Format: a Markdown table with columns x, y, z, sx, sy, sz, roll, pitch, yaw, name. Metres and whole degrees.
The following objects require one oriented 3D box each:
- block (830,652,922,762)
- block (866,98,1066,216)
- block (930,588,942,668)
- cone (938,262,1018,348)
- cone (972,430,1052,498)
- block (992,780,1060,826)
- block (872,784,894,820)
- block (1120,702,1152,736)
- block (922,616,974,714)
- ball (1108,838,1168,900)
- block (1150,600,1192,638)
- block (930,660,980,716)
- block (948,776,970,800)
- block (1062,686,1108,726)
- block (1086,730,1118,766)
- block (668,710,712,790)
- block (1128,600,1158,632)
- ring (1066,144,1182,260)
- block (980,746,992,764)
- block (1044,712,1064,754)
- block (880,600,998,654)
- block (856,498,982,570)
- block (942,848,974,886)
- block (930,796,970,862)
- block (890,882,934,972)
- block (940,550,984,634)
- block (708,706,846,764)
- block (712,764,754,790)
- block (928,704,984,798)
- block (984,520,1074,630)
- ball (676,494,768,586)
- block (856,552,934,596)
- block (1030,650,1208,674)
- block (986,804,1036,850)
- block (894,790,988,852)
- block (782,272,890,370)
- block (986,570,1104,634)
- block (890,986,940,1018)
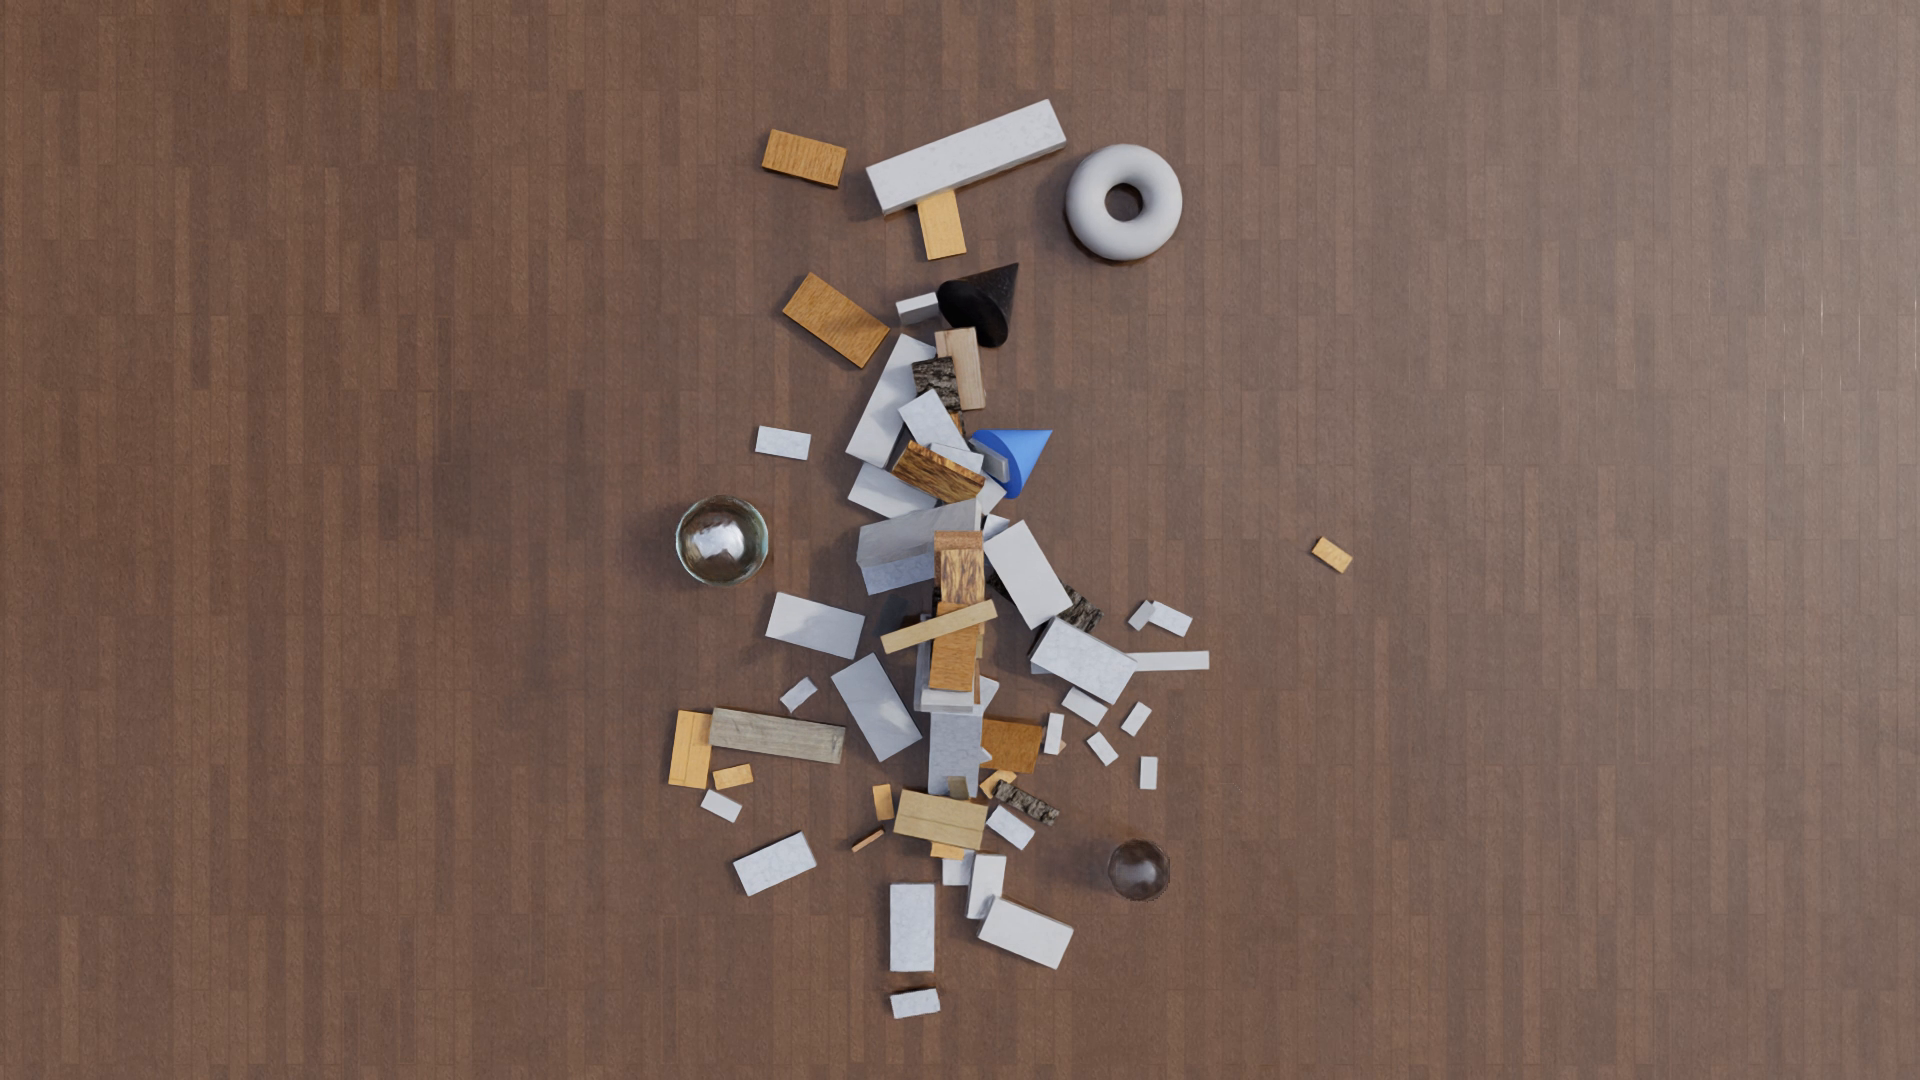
| x | y | z | sx | sy | sz | roll | pitch | yaw | name |
| --- | --- | --- | --- | --- | --- | --- | --- | --- | --- |
| -0.275 | 0.553 | 5.477 | 0.163 | 0.046 | 0.327 | -30 | 90 | 0 | block |
| 0.021 | -1.265 | 5.449 | 0.647 | 0.046 | 0.162 | -21 | 77 | -2 | block |
| -0.024 | 0.282 | 5.192 | 0.133 | 0.038 | 0.266 | 1 | 69 | 0 | block |
| 0.119 | -0.832 | 5.438 | 0.278 | 0.278 | 0.278 | 39 | 63 | 0 | cone |
| 0.214 | -0.307 | 5.443 | 0.254 | 0.254 | 0.254 | -32 | 90 | -27 | cone |
| 0.219 | 0.873 | 5.482 | 0.227 | 0.017 | 0.058 | 29 | 92 | -4 | block |
| -0.254 | 0.873 | 5.492 | 0.058 | 0.016 | 0.115 | -9 | 90 | 0 | block |
| 0.587 | 0.595 | 5.492 | 0.053 | 0.015 | 0.106 | 35 | 90 | 0 | block |
| -0.034 | 0.392 | 5.205 | 0.162 | 0.046 | 0.323 | 2 | 55 | 0 | block |
| 0.584 | 1.080 | 5.400 | 0.199 | 0.199 | 0.199 | 0 | 90 | 0 | ball |
| 0.695 | 0.262 | 5.490 | 0.140 | 0.020 | 0.070 | 25 | 90 | 0 | block |
| -0.015 | 0.542 | 5.396 | 0.163 | 0.046 | 0.327 | -2 | 121 | 0 | block |
| -0.005 | 0.816 | 5.412 | 0.059 | 0.118 | 0.017 | -2 | 47 | 7 | block |
| 0.415 | 0.553 | 5.490 | 0.140 | 0.020 | 0.070 | 32 | 90 | 0 | block |
| 0.475 | 0.694 | 5.492 | 0.053 | 0.015 | 0.106 | -38 | 90 | 0 | block |
| -0.888 | 0.695 | 5.483 | 0.123 | 0.035 | 0.247 | 8 | 90 | 0 | block |
| 0.607 | 0.251 | 5.479 | 0.048 | 0.014 | 0.095 | 42 | 97 | 23 | block |
| 0.540 | -1.113 | 5.436 | 0.385 | 0.128 | 0.385 | 0 | 90 | 0 | ring |
| 0.039 | 0.713 | 5.389 | 0.117 | 0.017 | 0.059 | -21 | 132 | 25 | block |
| 0.312 | 0.643 | 5.480 | 0.048 | 0.014 | 0.133 | 9 | 87 | -2 | block |
| -0.065 | 0.267 | 5.083 | 0.362 | 0.016 | 0.058 | -19 | 88 | -1 | block |
| -0.134 | -0.021 | 5.357 | 0.417 | 0.043 | 0.151 | -14 | 46 | 19 | block |
| -0.004 | 1.038 | 5.485 | 0.107 | 0.030 | 0.213 | -1 | 90 | 0 | block |
| -0.030 | 0.946 | 5.449 | 0.107 | 0.030 | 0.213 | 7 | 71 | 3 | block |
| -0.158 | 1.285 | 5.480 | 0.144 | 0.041 | 0.288 | 0 | 90 | 0 | block |
| 0.008 | 0.163 | 5.153 | 0.133 | 0.038 | 0.266 | -1 | 88 | -1 | block |
| -0.606 | 0.647 | 5.465 | 0.438 | 0.035 | 0.123 | 9 | 90 | -5 | block |
| -0.755 | 0.787 | 5.491 | 0.124 | 0.018 | 0.062 | -13 | 90 | 0 | block |
| -0.016 | 0.679 | 5.310 | 0.162 | 0.453 | 0.046 | 4 | 48 | 1 | block |
| 0.219 | 0.114 | 5.426 | 0.162 | 0.046 | 0.325 | -31 | 92 | 0 | block |
| -0.770 | 0.003 | 5.350 | 0.299 | 0.299 | 0.299 | 0 | 90 | 0 | ball |
| -0.177 | 0.070 | 5.444 | 0.301 | 0.043 | 0.151 | -16 | 92 | 12 | block |
| 0.532 | 0.408 | 5.492 | 0.591 | 0.017 | 0.059 | -2 | 90 | 0 | block |
| 0.168 | 0.956 | 5.489 | 0.152 | 0.022 | 0.076 | 37 | 90 | 0 | block |
| -0.063 | 0.921 | 5.420 | 0.288 | 0.041 | 0.144 | 11 | 71 | 4 | block |
| -0.410 | -0.728 | 5.477 | 0.324 | 0.046 | 0.162 | 36 | 90 | 0 | block |
| 0.283 | 0.194 | 5.477 | 0.374 | 0.046 | 0.162 | 38 | 90 | 0 | block |
| -0.148 | 1.533 | 5.468 | 0.152 | 0.022 | 0.076 | -10 | 92 | 3 | block |
